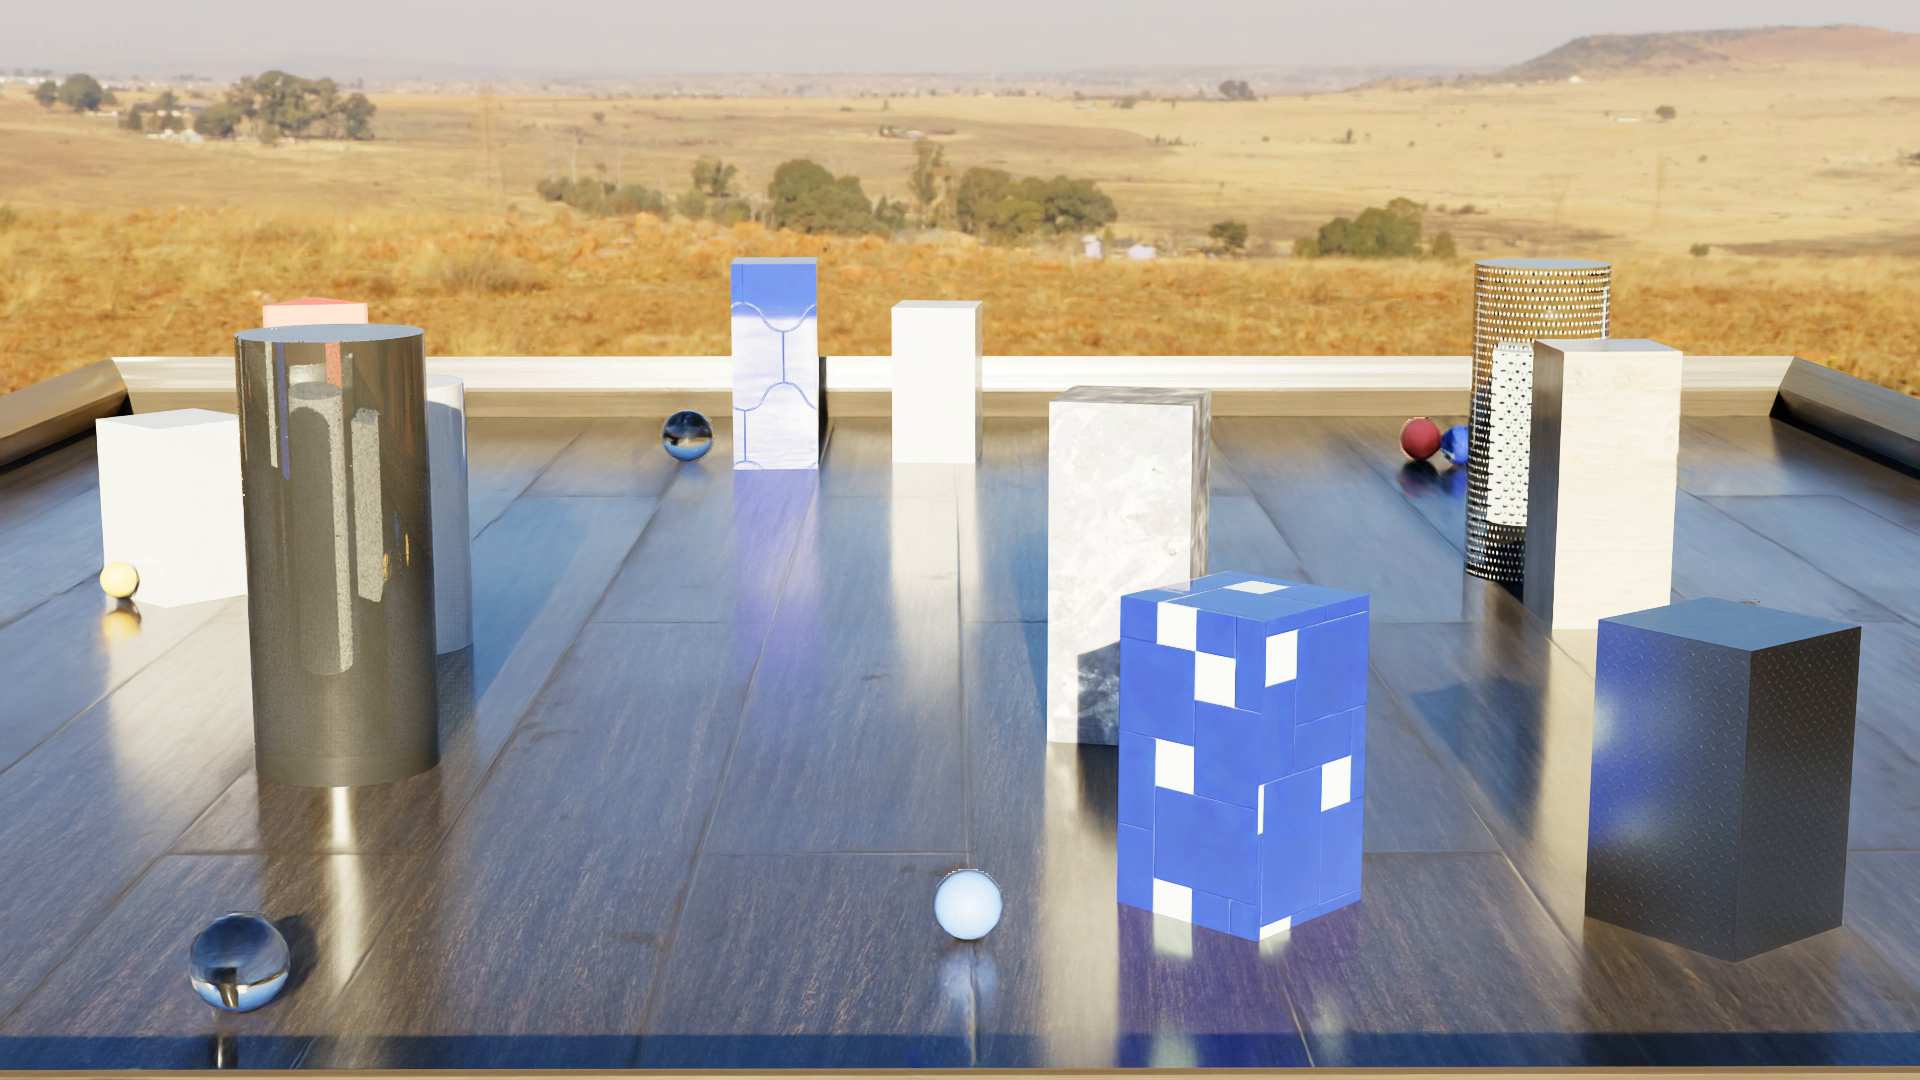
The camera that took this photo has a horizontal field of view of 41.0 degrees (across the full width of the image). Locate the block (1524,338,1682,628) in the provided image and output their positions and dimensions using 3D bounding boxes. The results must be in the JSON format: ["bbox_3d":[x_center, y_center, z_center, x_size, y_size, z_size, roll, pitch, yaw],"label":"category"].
[{"bbox_3d":[0.845,-0.077,3.386,0.152,0.362,0.152,0,11,-2],"label":"block"}]

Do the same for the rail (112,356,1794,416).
[{"bbox_3d":[-0.011,-0.315,5.310,3.494,0.124,0.045,0,11,0],"label":"rail"}]

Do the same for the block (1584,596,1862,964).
[{"bbox_3d":[0.647,0.198,2.182,0.152,0.262,0.152,-8,13,-37],"label":"block"}]

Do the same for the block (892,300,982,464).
[{"bbox_3d":[-0.041,-0.296,4.775,0.152,0.285,0.152,1,11,6],"label":"block"}]

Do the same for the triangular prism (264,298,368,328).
[{"bbox_3d":[-1.087,-0.240,4.351,0.165,0.331,0.143,-3,11,-15],"label":"triangular prism"}]

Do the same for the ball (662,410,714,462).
[{"bbox_3d":[-0.503,-0.193,4.739,0.095,0.095,0.095,0,11,0],"label":"ball"}]

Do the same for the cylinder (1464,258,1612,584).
[{"bbox_3d":[0.826,-0.173,3.676,0.190,0.445,0.190,0,11,0],"label":"cylinder"}]

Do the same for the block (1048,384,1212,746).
[{"bbox_3d":[0.186,0.026,2.811,0.152,0.372,0.152,2,11,13],"label":"block"}]

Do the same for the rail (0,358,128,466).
[{"bbox_3d":[-1.723,0.034,3.440,0.045,0.124,3.833,0,11,0],"label":"rail"}]

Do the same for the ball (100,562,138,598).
[{"bbox_3d":[-1.146,0.053,3.496,0.049,0.049,0.049,0,11,0],"label":"ball"}]

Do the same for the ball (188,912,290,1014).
[{"bbox_3d":[-0.560,0.328,1.992,0.077,0.077,0.077,0,11,0],"label":"ball"}]

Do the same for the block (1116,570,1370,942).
[{"bbox_3d":[0.246,0.182,2.234,0.152,0.275,0.152,10,14,43],"label":"block"}]

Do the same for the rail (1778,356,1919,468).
[{"bbox_3d":[1.723,0.030,3.459,0.045,0.124,3.833,0,11,0],"label":"rail"}]

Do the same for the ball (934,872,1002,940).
[{"bbox_3d":[0.007,0.307,2.158,0.057,0.057,0.057,0,11,0],"label":"ball"}]

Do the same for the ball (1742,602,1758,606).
[{"bbox_3d":[1.011,0.101,3.295,0.046,0.046,0.046,0,11,0],"label":"ball"}]

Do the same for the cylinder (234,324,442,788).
[{"bbox_3d":[-0.644,0.011,2.663,0.190,0.454,0.190,0,11,0],"label":"cylinder"}]

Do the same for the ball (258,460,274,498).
[{"bbox_3d":[-1.174,-0.103,4.327,0.062,0.062,0.062,0,11,0],"label":"ball"}]

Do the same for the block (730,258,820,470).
[{"bbox_3d":[-0.337,-0.325,4.695,0.152,0.371,0.152,0,11,-2],"label":"block"}]

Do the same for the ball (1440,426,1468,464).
[{"bbox_3d":[0.917,-0.174,4.701,0.072,0.072,0.072,0,11,0],"label":"ball"}]

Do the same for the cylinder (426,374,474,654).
[{"bbox_3d":[-0.715,-0.033,3.232,0.190,0.333,0.190,0,11,0],"label":"cylinder"}]

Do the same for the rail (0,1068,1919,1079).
[{"bbox_3d":[0.011,0.378,1.589,3.494,0.124,0.045,0,11,0],"label":"rail"}]

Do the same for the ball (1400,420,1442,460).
[{"bbox_3d":[0.856,-0.186,4.760,0.075,0.075,0.075,0,11,0],"label":"ball"}]

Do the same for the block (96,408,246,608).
[{"bbox_3d":[-1.080,-0.048,3.554,0.152,0.244,0.152,9,14,41],"label":"block"}]
